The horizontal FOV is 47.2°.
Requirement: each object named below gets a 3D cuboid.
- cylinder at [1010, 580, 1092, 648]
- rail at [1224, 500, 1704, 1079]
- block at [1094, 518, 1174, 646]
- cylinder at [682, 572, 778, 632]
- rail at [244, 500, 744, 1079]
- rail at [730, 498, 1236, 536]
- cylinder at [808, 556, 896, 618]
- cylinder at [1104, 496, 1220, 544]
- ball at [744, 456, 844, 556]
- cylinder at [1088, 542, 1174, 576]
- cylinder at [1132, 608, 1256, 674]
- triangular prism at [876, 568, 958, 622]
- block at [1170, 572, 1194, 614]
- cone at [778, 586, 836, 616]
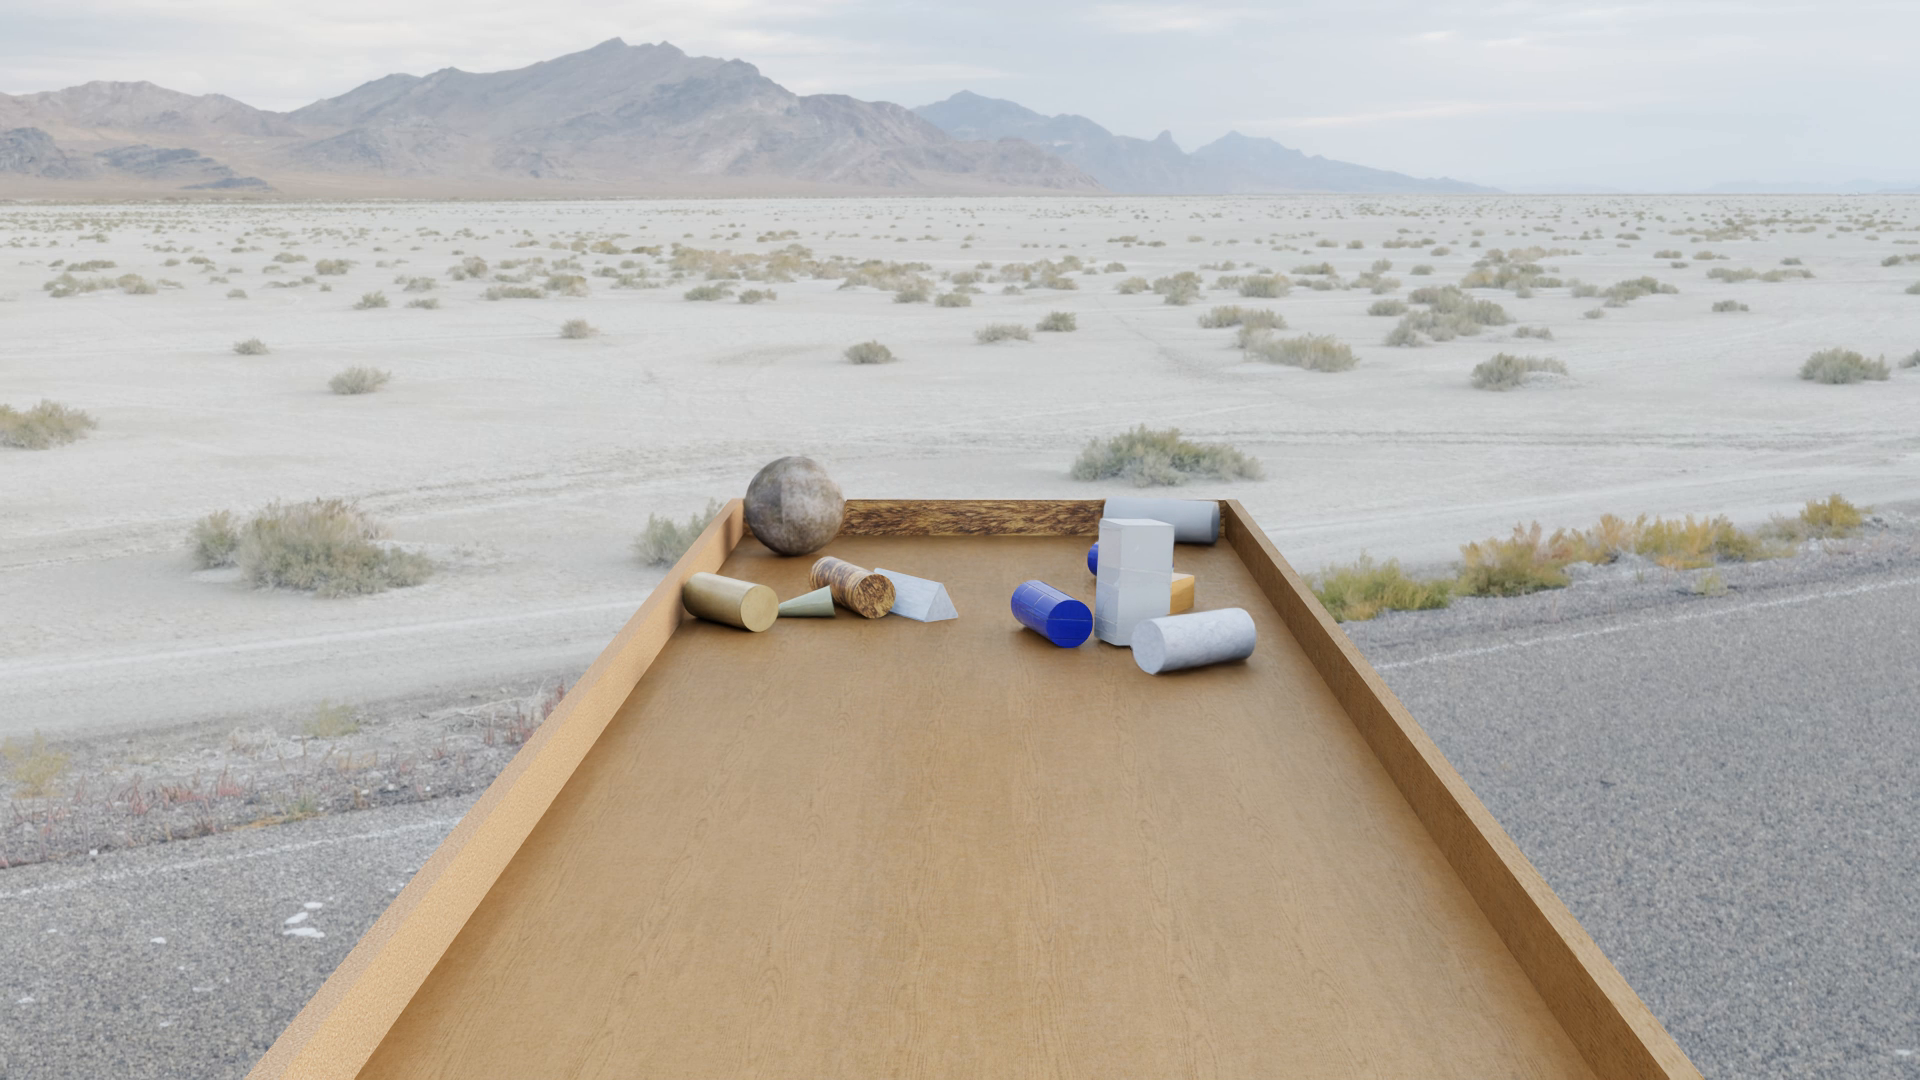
[{"bbox_3d":[0.291,0.235,7.039,0.154,0.154,0.365,-3,9,-16],"label":"cylinder"},{"bbox_3d":[1.046,0.843,3.208,0.050,0.150,12.000,0,9,1],"label":"rail"},{"bbox_3d":[0.548,0.131,6.936,0.178,0.377,0.178,0,7,-20],"label":"block"},{"bbox_3d":[-0.758,0.202,7.247,0.153,0.153,0.332,-8,12,-41],"label":"cylinder"},{"bbox_3d":[-1.004,0.839,3.234,0.050,0.150,12.000,0,9,1],"label":"rail"},{"bbox_3d":[0.099,-0.098,9.147,2.100,0.150,0.050,0,9,1],"label":"rail"},{"bbox_3d":[-0.372,0.160,7.526,0.150,0.150,0.405,-4,10,-26],"label":"cylinder"},{"bbox_3d":[0.821,-0.080,8.963,0.446,0.173,0.173,3,9,18],"label":"cylinder"},{"bbox_3d":[-0.646,-0.134,8.612,0.390,0.390,0.390,0,9,0],"label":"ball"},{"bbox_3d":[0.620,0.087,8.022,0.136,0.136,0.312,-7,12,-39],"label":"cylinder"},{"bbox_3d":[0.703,0.301,6.598,0.350,0.161,0.161,-6,11,-33],"label":"cylinder"},{"bbox_3d":[-0.175,0.180,7.470,0.139,0.121,0.382,-7,11,-36],"label":"triangular prism"},{"bbox_3d":[0.632,0.199,7.403,0.109,0.109,0.450,6,11,34],"label":"block"},{"bbox_3d":[-0.577,0.231,7.382,0.303,0.106,0.106,-10,9,-1],"label":"cone"}]
